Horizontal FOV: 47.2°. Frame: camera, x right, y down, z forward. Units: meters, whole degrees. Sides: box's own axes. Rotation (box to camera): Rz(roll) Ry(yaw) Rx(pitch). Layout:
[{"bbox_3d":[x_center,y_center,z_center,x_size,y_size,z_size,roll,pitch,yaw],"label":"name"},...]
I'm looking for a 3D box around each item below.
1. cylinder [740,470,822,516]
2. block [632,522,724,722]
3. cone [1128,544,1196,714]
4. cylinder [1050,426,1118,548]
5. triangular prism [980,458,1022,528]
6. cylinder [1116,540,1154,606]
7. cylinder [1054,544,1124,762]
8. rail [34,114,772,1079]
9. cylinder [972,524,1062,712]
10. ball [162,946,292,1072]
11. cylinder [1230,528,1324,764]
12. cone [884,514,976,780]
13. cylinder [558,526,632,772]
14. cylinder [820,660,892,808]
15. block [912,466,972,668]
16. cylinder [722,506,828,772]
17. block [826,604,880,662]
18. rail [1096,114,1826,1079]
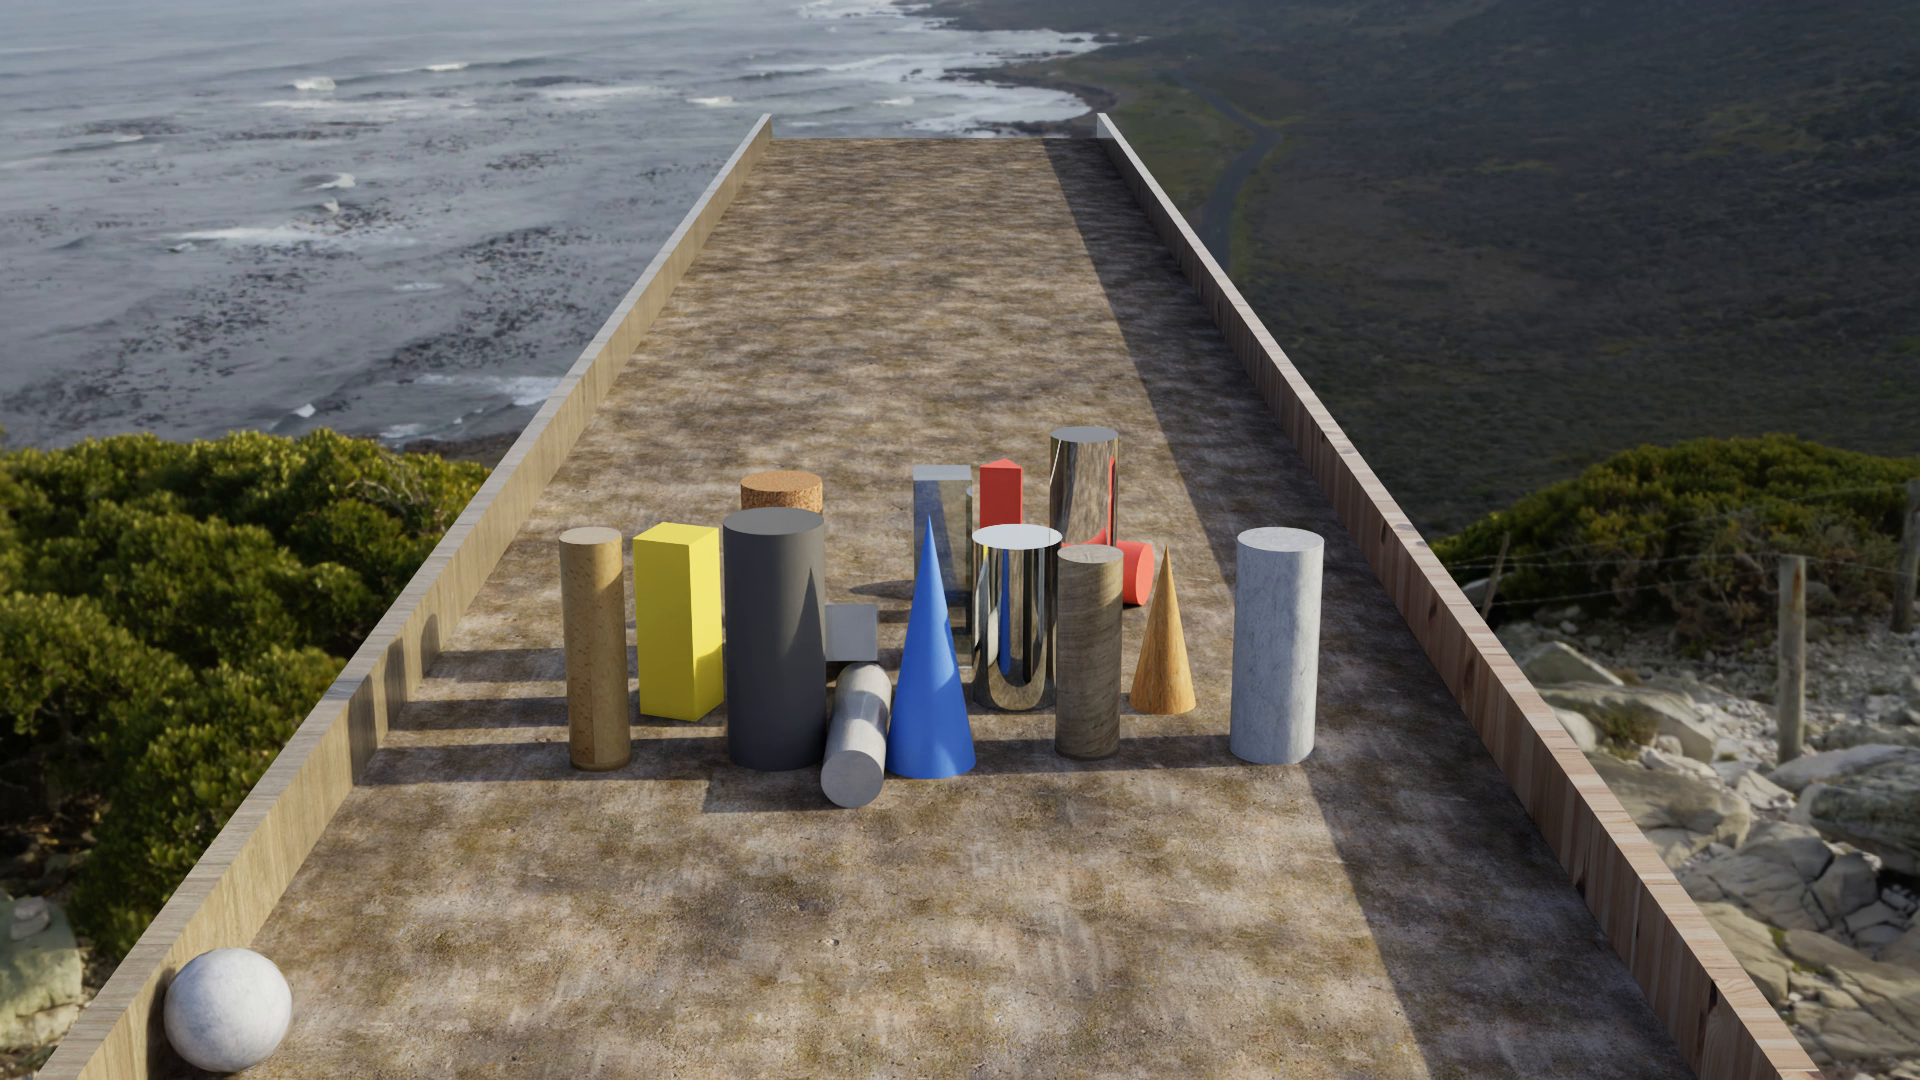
[{"bbox_3d":[-0.353,0.057,4.397,0.161,0.363,0.161,0,17,0],"label":"cylinder"},{"bbox_3d":[-0.525,0.152,4.113,0.116,0.343,0.116,6,18,20],"label":"block"},{"bbox_3d":[0.385,0.158,4.141,0.128,0.316,0.128,0,17,0],"label":"cone"},{"bbox_3d":[0.245,0.011,4.387,0.135,0.457,0.135,0,17,0],"label":"cylinder"},{"bbox_3d":[0.091,-0.003,4.656,0.088,0.331,0.076,2,17,8],"label":"triangular prism"},{"bbox_3d":[0.232,0.055,4.806,0.359,0.134,0.134,6,18,21],"label":"cylinder"},{"bbox_3d":[0.229,0.200,3.907,0.117,0.369,0.117,0,17,0],"label":"cylinder"},{"bbox_3d":[-1.118,-0.838,7.780,0.050,0.150,12.000,0,17,-1],"label":"rail"},{"bbox_3d":[0.107,0.147,4.172,0.170,0.320,0.170,0,17,0],"label":"cylinder"},{"bbox_3d":[-0.958,0.615,2.878,0.161,0.161,0.161,0,17,0],"label":"ball"},{"bbox_3d":[0.561,0.187,3.905,0.151,0.394,0.151,0,17,0],"label":"cylinder"},{"bbox_3d":[-0.054,0.174,3.841,0.166,0.457,0.166,0,17,0],"label":"cone"},{"bbox_3d":[-0.638,0.192,3.848,0.107,0.418,0.107,0,17,0],"label":"cylinder"},{"bbox_3d":[-0.181,0.339,3.903,0.106,0.106,0.441,0,17,0],"label":"cylinder"},{"bbox_3d":[-0.035,0.053,4.368,0.114,0.387,0.114,-1,17,-2],"label":"block"},{"bbox_3d":[-0.325,0.174,3.882,0.176,0.433,0.176,0,17,0],"label":"cylinder"},{"bbox_3d":[-0.210,0.181,4.235,0.105,0.105,0.357,0,-3,-1],"label":"block"},{"bbox_3d":[0.932,-0.844,7.801,0.050,0.150,12.000,0,17,-1],"label":"rail"}]
